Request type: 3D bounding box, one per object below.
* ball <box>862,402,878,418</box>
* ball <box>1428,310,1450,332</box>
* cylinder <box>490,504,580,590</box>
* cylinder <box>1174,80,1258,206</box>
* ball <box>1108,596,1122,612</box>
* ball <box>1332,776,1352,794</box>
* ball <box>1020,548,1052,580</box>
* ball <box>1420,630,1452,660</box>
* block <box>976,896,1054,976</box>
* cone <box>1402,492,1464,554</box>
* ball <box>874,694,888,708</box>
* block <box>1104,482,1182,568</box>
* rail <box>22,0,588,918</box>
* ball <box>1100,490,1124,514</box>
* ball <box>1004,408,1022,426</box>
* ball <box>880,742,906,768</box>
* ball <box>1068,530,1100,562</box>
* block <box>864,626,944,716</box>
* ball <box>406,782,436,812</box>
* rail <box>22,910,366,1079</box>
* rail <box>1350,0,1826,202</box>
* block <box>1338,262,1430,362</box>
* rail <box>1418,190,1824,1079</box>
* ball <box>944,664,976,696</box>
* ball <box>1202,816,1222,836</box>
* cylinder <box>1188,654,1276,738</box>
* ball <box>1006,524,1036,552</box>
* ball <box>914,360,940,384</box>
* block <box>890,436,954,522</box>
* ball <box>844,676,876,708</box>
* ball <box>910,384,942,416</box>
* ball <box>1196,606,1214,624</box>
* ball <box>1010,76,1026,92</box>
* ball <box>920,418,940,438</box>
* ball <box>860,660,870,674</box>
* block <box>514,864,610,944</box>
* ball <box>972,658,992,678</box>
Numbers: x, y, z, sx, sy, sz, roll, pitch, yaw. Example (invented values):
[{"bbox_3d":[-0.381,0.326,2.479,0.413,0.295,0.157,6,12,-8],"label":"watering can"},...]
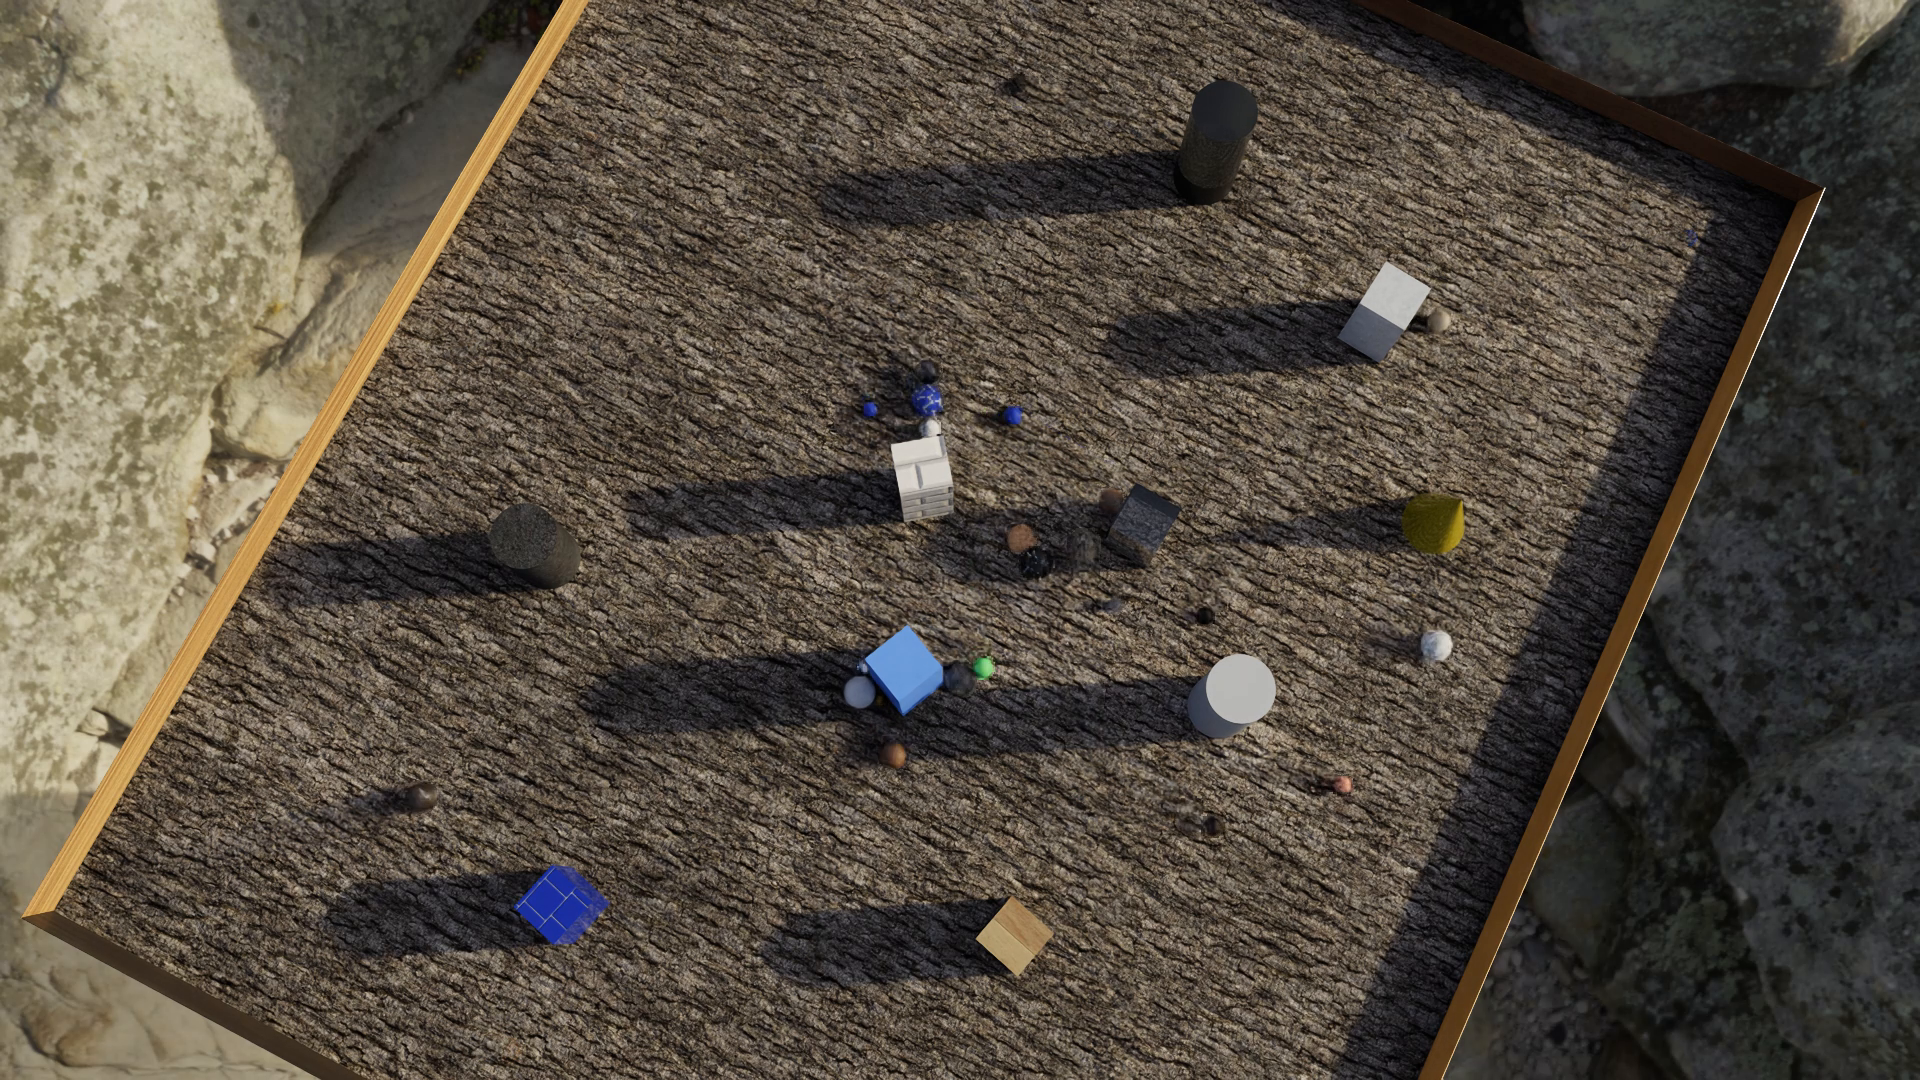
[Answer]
[{"bbox_3d":[-0.280,-0.403,5.676,0.047,0.047,0.047,0,78,0],"label":"ball"},{"bbox_3d":[1.495,-0.684,5.723,0.069,0.069,0.069,0,78,0],"label":"ball"},{"bbox_3d":[-1.257,0.022,5.441,0.194,0.334,0.194,0,78,0],"label":"cylinder"},{"bbox_3d":[0.778,-1.211,5.620,0.194,0.485,0.194,0,78,0],"label":"cylinder"},{"bbox_3d":[0.472,0.194,5.554,0.044,0.044,0.044,0,78,0],"label":"ball"},{"bbox_3d":[1.134,0.726,5.439,0.054,0.054,0.054,0,78,0],"label":"ball"},{"bbox_3d":[0.232,0.071,5.553,0.096,0.096,0.096,0,78,0],"label":"ball"},{"bbox_3d":[1.430,0.315,5.503,0.094,0.094,0.094,0,78,0],"label":"ball"},{"bbox_3d":[0.152,1.132,5.240,0.155,0.278,0.155,41,81,8],"label":"block"},{"bbox_3d":[1.454,-0.085,5.467,0.194,0.327,0.194,0,78,0],"label":"cone"},{"bbox_3d":[-0.235,0.483,5.494,0.044,0.044,0.044,0,78,0],"label":"ball"},{"bbox_3d":[0.545,-0.041,5.501,0.155,0.243,0.155,31,80,6],"label":"block"},{"bbox_3d":[-1.692,-0.822,5.721,0.045,0.126,4.408,26,80,5],"label":"rail"},{"bbox_3d":[0.463,-0.116,5.572,0.077,0.077,0.077,0,78,0],"label":"ball"},{"bbox_3d":[0.164,-0.383,5.667,0.056,0.056,0.056,0,78,0],"label":"ball"},{"bbox_3d":[-0.197,0.639,5.445,0.078,0.078,0.078,0,78,0],"label":"ball"},{"bbox_3d":[0.377,0.017,5.565,0.095,0.095,0.095,0,78,0],"label":"ball"},{"bbox_3d":[-0.159,0.385,5.341,0.155,0.384,0.155,-38,81,-7],"label":"block"},{"bbox_3d":[-1.594,0.761,5.414,0.088,0.088,0.088,0,78,0],"label":"ball"},{"bbox_3d":[-0.975,1.916,5.155,3.832,0.126,0.045,26,80,5],"label":"rail"},{"bbox_3d":[0.975,-1.903,5.945,3.832,0.126,0.045,26,80,5],"label":"rail"},{"bbox_3d":[1.290,-0.691,5.592,0.155,0.329,0.155,33,80,6],"label":"block"},{"bbox_3d":[1.692,0.835,5.378,0.045,0.126,4.408,26,80,5],"label":"rail"},{"bbox_3d":[0.001,0.418,5.482,0.095,0.095,0.095,0,78,0],"label":"ball"},{"bbox_3d":[0.746,0.846,5.412,0.058,0.058,0.058,0,78,0],"label":"ball"},{"bbox_3d":[0.781,0.457,5.301,0.194,0.432,0.194,0,78,0],"label":"cylinder"},{"bbox_3d":[0.185,-0.005,5.573,0.086,0.086,0.086,0,78,0],"label":"ball"},{"bbox_3d":[-0.100,-0.520,5.683,0.080,0.080,0.080,0,78,0],"label":"ball"},{"bbox_3d":[-0.110,-0.179,5.470,0.155,0.360,0.155,-11,79,-2],"label":"block"},{"bbox_3d":[-0.299,0.452,5.474,0.097,0.097,0.097,0,78,0],"label":"ball"},{"bbox_3d":[-0.103,-0.431,5.656,0.097,0.097,0.097,0,78,0],"label":"ball"},{"bbox_3d":[0.741,0.229,5.542,0.054,0.054,0.054,0,78,0],"label":"ball"},{"bbox_3d":[0.188,-1.465,5.894,0.051,0.051,0.051,0,78,0],"label":"ball"},{"bbox_3d":[-0.094,-0.342,5.655,0.063,0.063,0.063,0,78,0],"label":"ball"},{"bbox_3d":[-0.275,0.379,5.511,0.053,0.053,0.053,0,78,0],"label":"ball"},{"bbox_3d":[-1.138,1.047,5.258,0.155,0.278,0.155,41,81,8],"label":"block"},{"bbox_3d":[0.068,0.384,5.505,0.062,0.062,0.062,0,78,0],"label":"ball"}]
